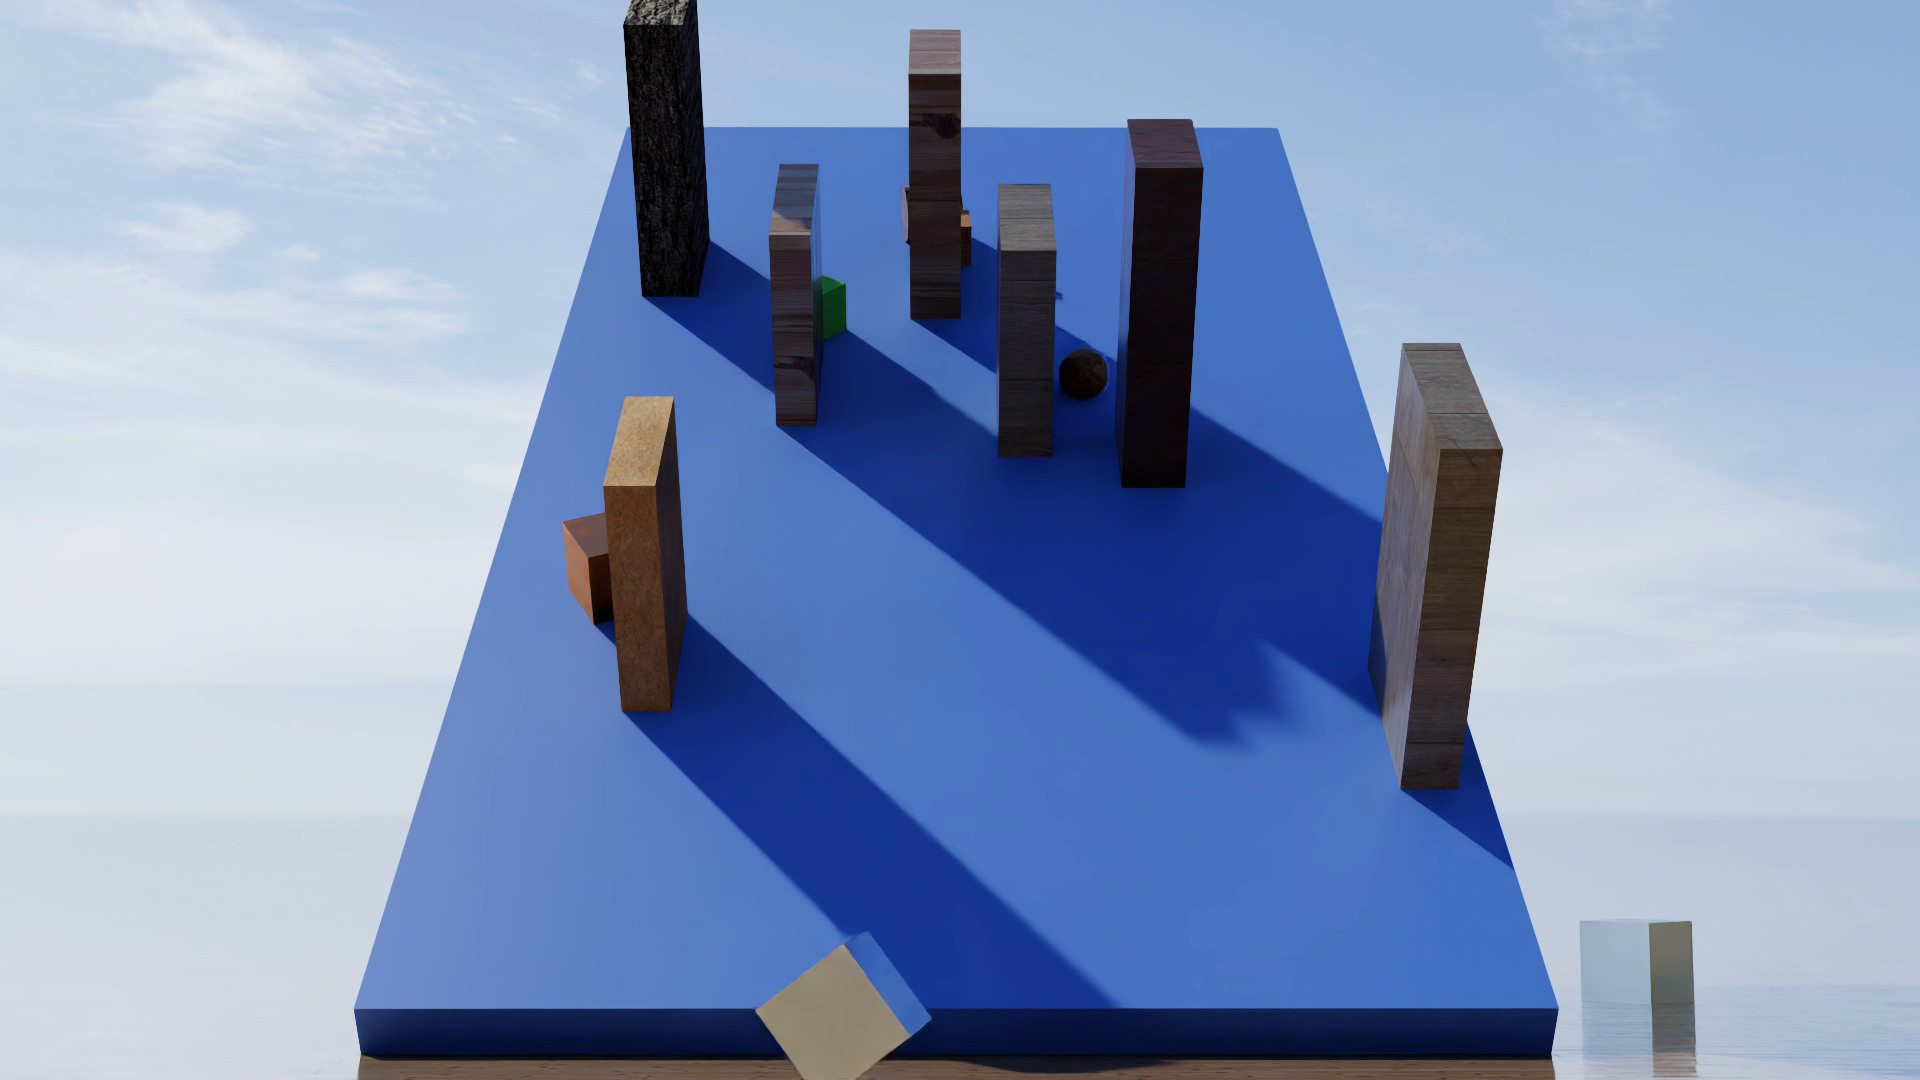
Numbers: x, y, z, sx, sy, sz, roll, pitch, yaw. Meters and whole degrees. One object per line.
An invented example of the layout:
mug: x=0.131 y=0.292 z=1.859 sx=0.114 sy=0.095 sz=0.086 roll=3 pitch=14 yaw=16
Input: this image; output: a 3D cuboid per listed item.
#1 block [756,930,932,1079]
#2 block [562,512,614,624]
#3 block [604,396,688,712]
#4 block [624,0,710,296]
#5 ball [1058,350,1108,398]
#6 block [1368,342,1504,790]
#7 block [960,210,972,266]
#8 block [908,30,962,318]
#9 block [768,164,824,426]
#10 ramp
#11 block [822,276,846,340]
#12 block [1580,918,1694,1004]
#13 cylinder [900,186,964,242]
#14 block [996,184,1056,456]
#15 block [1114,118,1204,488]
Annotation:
block: x=-0.163 y=0.675 z=3.450 sx=0.158 sy=0.158 sz=0.158 roll=-38 pitch=-8 yaw=7
block: x=-0.723 y=0.051 z=5.084 sx=0.162 sy=0.162 sz=0.162 roll=-14 pitch=34 yaw=-23
block: x=-0.616 y=0.026 z=4.788 sx=0.097 sy=0.508 sz=0.359 roll=0 pitch=31 yaw=0
block: x=-0.765 y=-1.056 z=6.377 sx=0.147 sy=0.741 sz=0.371 roll=0 pitch=31 yaw=0
ball: x=0.300 y=-0.403 z=5.894 sx=0.120 sy=0.120 sz=0.120 roll=0 pitch=-6 yaw=0
block: x=0.880 y=0.050 z=4.544 sx=0.108 sy=0.727 sz=0.414 roll=0 pitch=31 yaw=0
block: x=-0.030 y=-0.822 z=6.600 sx=0.114 sy=0.114 sz=0.114 roll=-2 pitch=31 yaw=-4
block: x=-0.064 y=-0.943 z=6.267 sx=0.130 sy=0.664 sz=0.328 roll=0 pitch=31 yaw=0
block: x=-0.391 y=-0.593 z=5.844 sx=0.095 sy=0.493 sz=0.430 roll=0 pitch=31 yaw=0
ramp: x=-0.014 y=-0.203 z=5.771 sx=2.000 sy=0.100 sz=4.000 roll=0 pitch=31 yaw=0
block: x=-0.382 y=-0.593 z=6.200 sx=0.129 sy=0.129 sz=0.129 roll=22 pitch=37 yaw=32
block: x=1.467 y=0.912 z=5.262 sx=0.171 sy=0.171 sz=0.171 roll=6 pitch=-9 yaw=-42
cylinder: x=-0.078 y=-0.906 z=6.704 sx=0.153 sy=0.153 sz=0.153 roll=-5 pitch=-6 yaw=-8
block: x=0.151 y=-0.517 z=5.690 sx=0.123 sy=0.523 sz=0.384 roll=0 pitch=31 yaw=0
block: x=0.442 y=-0.526 z=5.459 sx=0.144 sy=0.778 sz=0.286 roll=0 pitch=31 yaw=0
